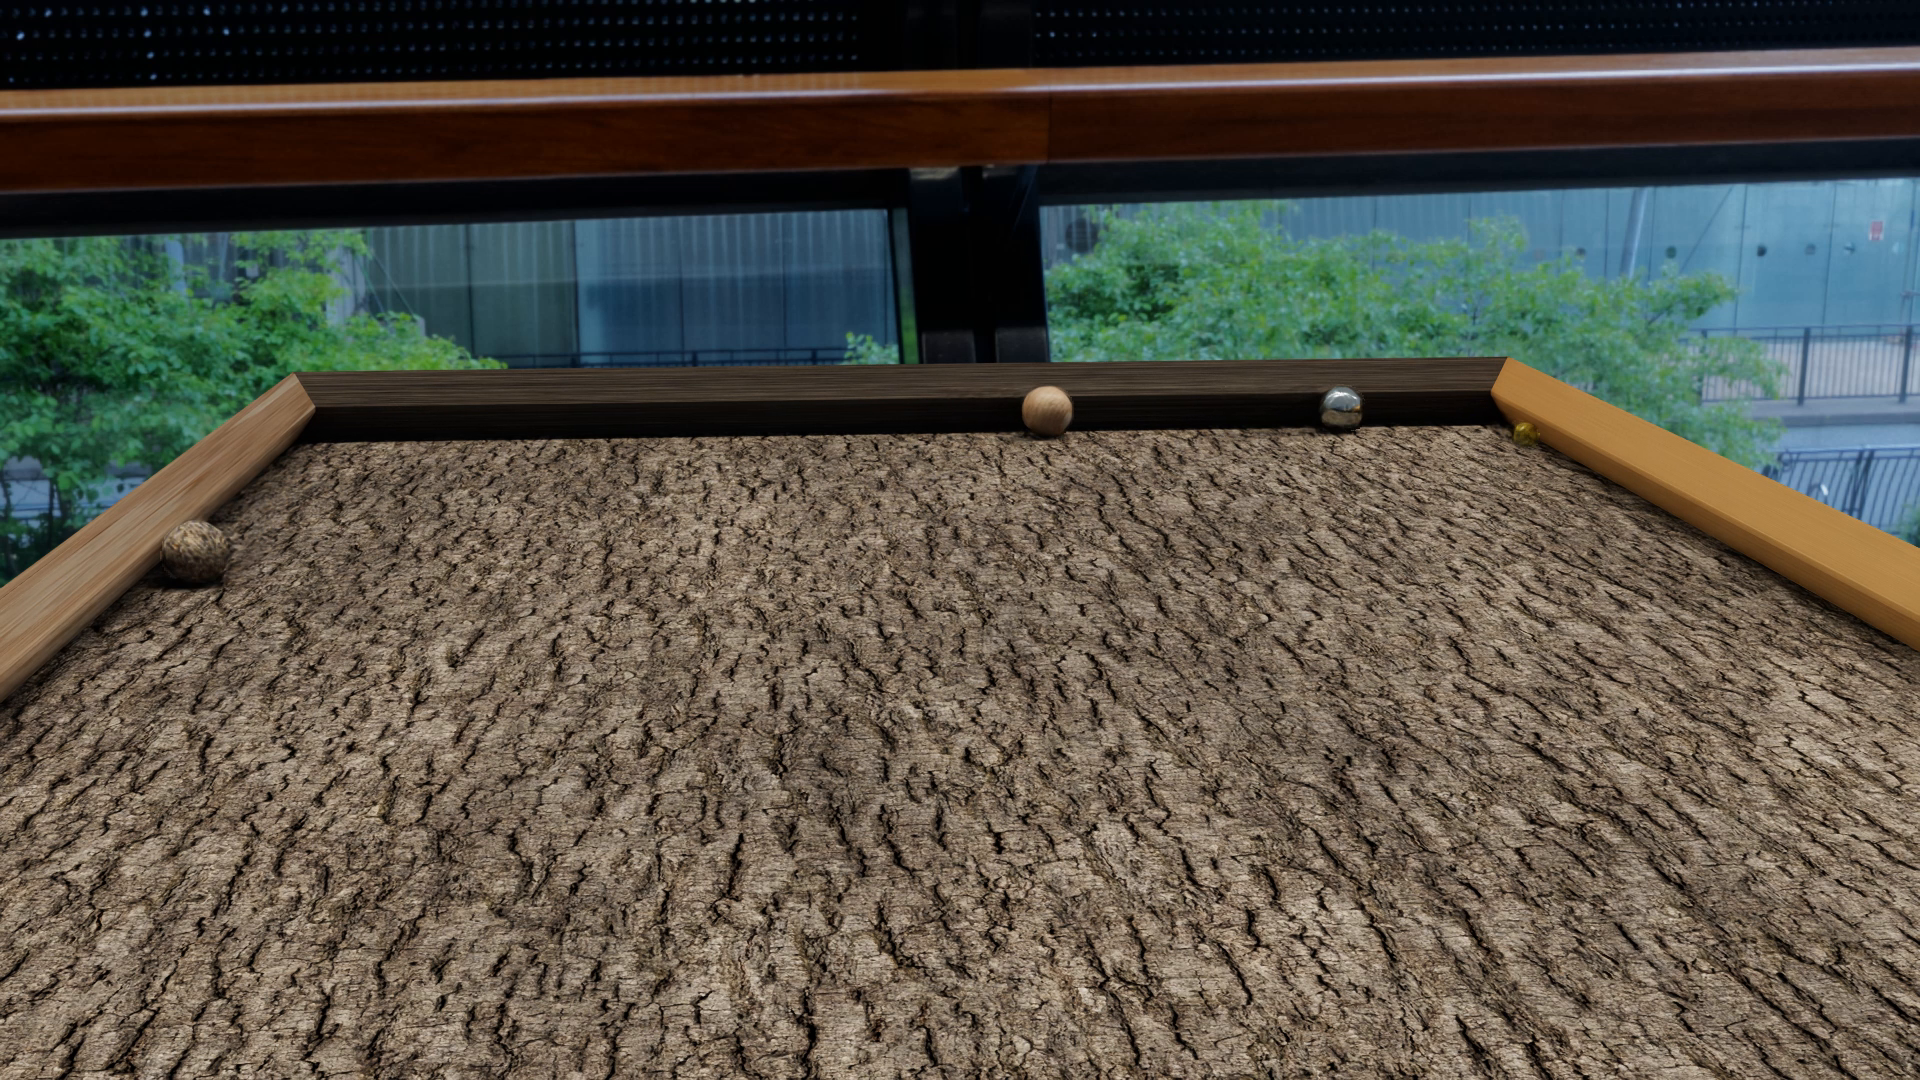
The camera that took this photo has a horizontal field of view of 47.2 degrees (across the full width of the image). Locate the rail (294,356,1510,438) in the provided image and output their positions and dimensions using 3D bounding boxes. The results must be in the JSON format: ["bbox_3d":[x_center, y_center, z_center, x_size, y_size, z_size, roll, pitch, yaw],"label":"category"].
[{"bbox_3d":[-0.082,-0.256,3.992,2.217,0.119,0.045,-1,13,-5],"label":"rail"}]

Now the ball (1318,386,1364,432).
[{"bbox_3d":[0.693,-0.238,3.999,0.083,0.083,0.083,0,13,0],"label":"ball"}]

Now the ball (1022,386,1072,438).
[{"bbox_3d":[0.156,-0.231,3.949,0.092,0.092,0.092,0,13,0],"label":"ball"}]

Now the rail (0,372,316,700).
[{"bbox_3d":[-0.997,0.235,1.933,0.045,0.119,4.119,-1,13,-5],"label":"rail"}]

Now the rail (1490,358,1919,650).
[{"bbox_3d":[1.165,0.194,2.105,0.045,0.119,4.119,-1,13,-5],"label":"rail"}]

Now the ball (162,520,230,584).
[{"bbox_3d":[-1.019,0.016,2.932,0.084,0.084,0.084,0,13,0],"label":"ball"}]

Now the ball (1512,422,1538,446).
[{"bbox_3d":[0.994,-0.186,3.862,0.044,0.044,0.044,0,13,0],"label":"ball"}]
